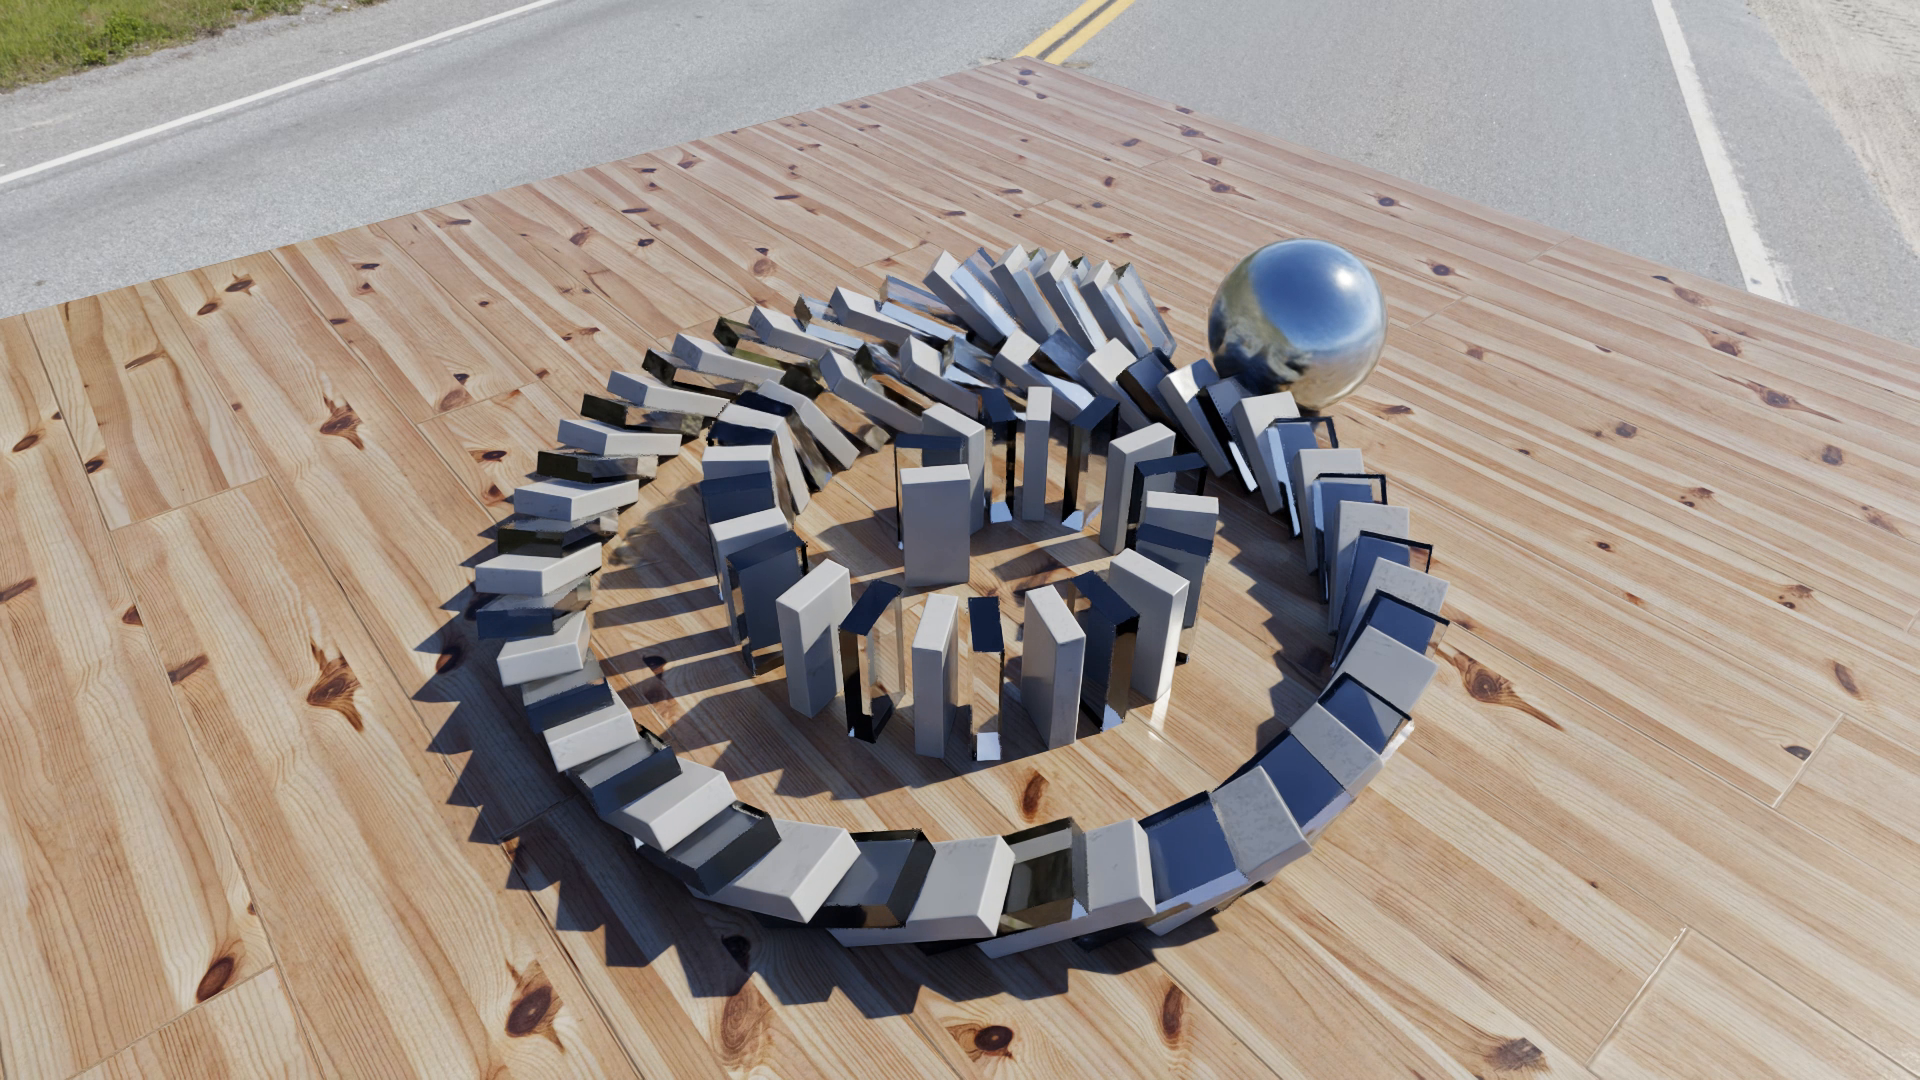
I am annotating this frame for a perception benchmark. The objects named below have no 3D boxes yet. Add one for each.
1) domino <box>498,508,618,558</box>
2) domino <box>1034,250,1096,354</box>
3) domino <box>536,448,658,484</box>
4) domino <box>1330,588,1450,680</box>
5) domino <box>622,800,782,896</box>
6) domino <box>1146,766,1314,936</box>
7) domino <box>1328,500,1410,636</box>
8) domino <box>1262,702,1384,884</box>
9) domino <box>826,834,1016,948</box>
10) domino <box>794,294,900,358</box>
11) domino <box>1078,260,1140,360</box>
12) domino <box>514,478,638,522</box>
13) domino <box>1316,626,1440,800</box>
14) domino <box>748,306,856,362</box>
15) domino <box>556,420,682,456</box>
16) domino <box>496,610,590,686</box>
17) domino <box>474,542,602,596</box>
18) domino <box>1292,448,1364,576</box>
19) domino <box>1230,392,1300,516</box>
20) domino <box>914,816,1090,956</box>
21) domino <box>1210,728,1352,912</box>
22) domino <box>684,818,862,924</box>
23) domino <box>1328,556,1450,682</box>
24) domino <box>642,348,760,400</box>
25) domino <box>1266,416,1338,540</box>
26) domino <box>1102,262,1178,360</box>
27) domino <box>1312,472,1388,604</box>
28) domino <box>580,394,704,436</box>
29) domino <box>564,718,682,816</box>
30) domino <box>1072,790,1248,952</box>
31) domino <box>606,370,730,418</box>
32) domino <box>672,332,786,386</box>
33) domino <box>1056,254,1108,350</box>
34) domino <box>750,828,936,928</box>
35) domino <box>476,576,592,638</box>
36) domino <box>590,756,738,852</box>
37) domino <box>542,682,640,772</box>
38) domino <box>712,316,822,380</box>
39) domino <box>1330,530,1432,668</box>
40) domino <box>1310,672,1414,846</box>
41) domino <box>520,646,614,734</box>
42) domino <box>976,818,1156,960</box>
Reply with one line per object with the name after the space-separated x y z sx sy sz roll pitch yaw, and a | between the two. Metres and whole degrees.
-0.156 -0.004 0.431 0.025 0.010 0.050 5 12 6 | domino
0.058 -0.120 0.560 0.009 0.050 0.025 -19 28 36 | domino
-0.151 -0.032 0.462 0.025 0.010 0.050 10 9 13 | domino
0.140 0.044 0.368 0.025 0.009 0.050 27 79 22 | domino
-0.077 0.086 0.321 0.025 0.009 0.050 -34 23 -34 | domino
0.071 0.089 0.314 0.050 0.009 0.025 -33 46 10 | domino
0.152 0.012 0.409 0.025 0.010 0.050 6 74 8 | domino
0.100 0.076 0.331 0.050 0.010 0.025 -45 49 0 | domino
-0.011 0.098 0.305 0.050 0.009 0.025 -16 33 29 | domino
-0.057 -0.108 0.557 0.050 0.009 0.025 12 31 -32 | domino
0.079 -0.112 0.551 0.009 0.050 0.025 -19 26 36 | domino
-0.155 -0.018 0.449 0.025 0.009 0.050 10 13 12 | domino
0.129 0.055 0.355 0.025 0.009 0.050 32 81 27 | domino
-0.077 -0.100 0.546 0.050 0.010 0.025 11 27 -40 | domino
-0.147 -0.044 0.478 0.025 0.009 0.050 17 11 20 | domino
-0.143 0.037 0.380 0.025 0.009 0.050 -12 12 -14 | domino
-0.157 0.010 0.414 0.025 0.009 0.050 3 11 5 | domino
0.149 -0.011 0.438 0.025 0.010 0.050 -1 71 -2 | domino
0.136 -0.037 0.468 0.025 0.010 0.050 -11 73 -18 | domino
0.011 0.096 0.306 0.050 0.009 0.025 -22 35 21 | domino
0.086 0.082 0.322 0.050 0.010 0.025 -42 49 3 | domino
-0.055 0.092 0.313 0.050 0.009 0.025 -5 31 41 | domino
0.148 0.034 0.381 0.025 0.009 0.050 22 77 18 | domino
-0.121 -0.077 0.517 0.025 0.009 0.050 34 17 35 | domino
0.145 -0.026 0.454 0.025 0.009 0.050 -3 71 -10 | domino
0.090 -0.110 0.549 0.010 0.050 0.025 -19 26 36 | domino
0.151 -0.001 0.423 0.025 0.010 0.050 1 74 1 | domino
-0.141 -0.055 0.490 0.025 0.009 0.050 18 9 23 | domino
-0.106 0.069 0.340 0.025 0.009 0.050 -27 16 -27 | domino
0.052 0.093 0.309 0.050 0.009 0.025 -29 43 14 | domino
-0.133 -0.066 0.503 0.025 0.009 0.050 24 12 30 | domino
-0.109 -0.085 0.526 0.050 0.009 0.025 8 21 -47 | domino
0.068 -0.116 0.556 0.010 0.050 0.025 -19 27 36 | domino
-0.034 0.095 0.309 0.050 0.010 0.025 -13 31 32 | domino
-0.152 0.024 0.397 0.025 0.010 0.050 -3 11 -3 | domino
-0.090 0.077 0.329 0.025 0.010 0.050 -34 19 -34 | domino
-0.121 0.059 0.353 0.025 0.010 0.050 -20 14 -23 | domino
-0.093 -0.093 0.538 0.050 0.009 0.025 10 27 -42 | domino
0.151 0.024 0.394 0.025 0.010 0.050 13 75 15 | domino
0.114 0.068 0.341 0.050 0.010 0.025 -47 52 -5 | domino
-0.131 0.049 0.364 0.025 0.010 0.050 -20 13 -21 | domino
0.028 0.097 0.306 0.050 0.009 0.025 -23 35 20 | domino
